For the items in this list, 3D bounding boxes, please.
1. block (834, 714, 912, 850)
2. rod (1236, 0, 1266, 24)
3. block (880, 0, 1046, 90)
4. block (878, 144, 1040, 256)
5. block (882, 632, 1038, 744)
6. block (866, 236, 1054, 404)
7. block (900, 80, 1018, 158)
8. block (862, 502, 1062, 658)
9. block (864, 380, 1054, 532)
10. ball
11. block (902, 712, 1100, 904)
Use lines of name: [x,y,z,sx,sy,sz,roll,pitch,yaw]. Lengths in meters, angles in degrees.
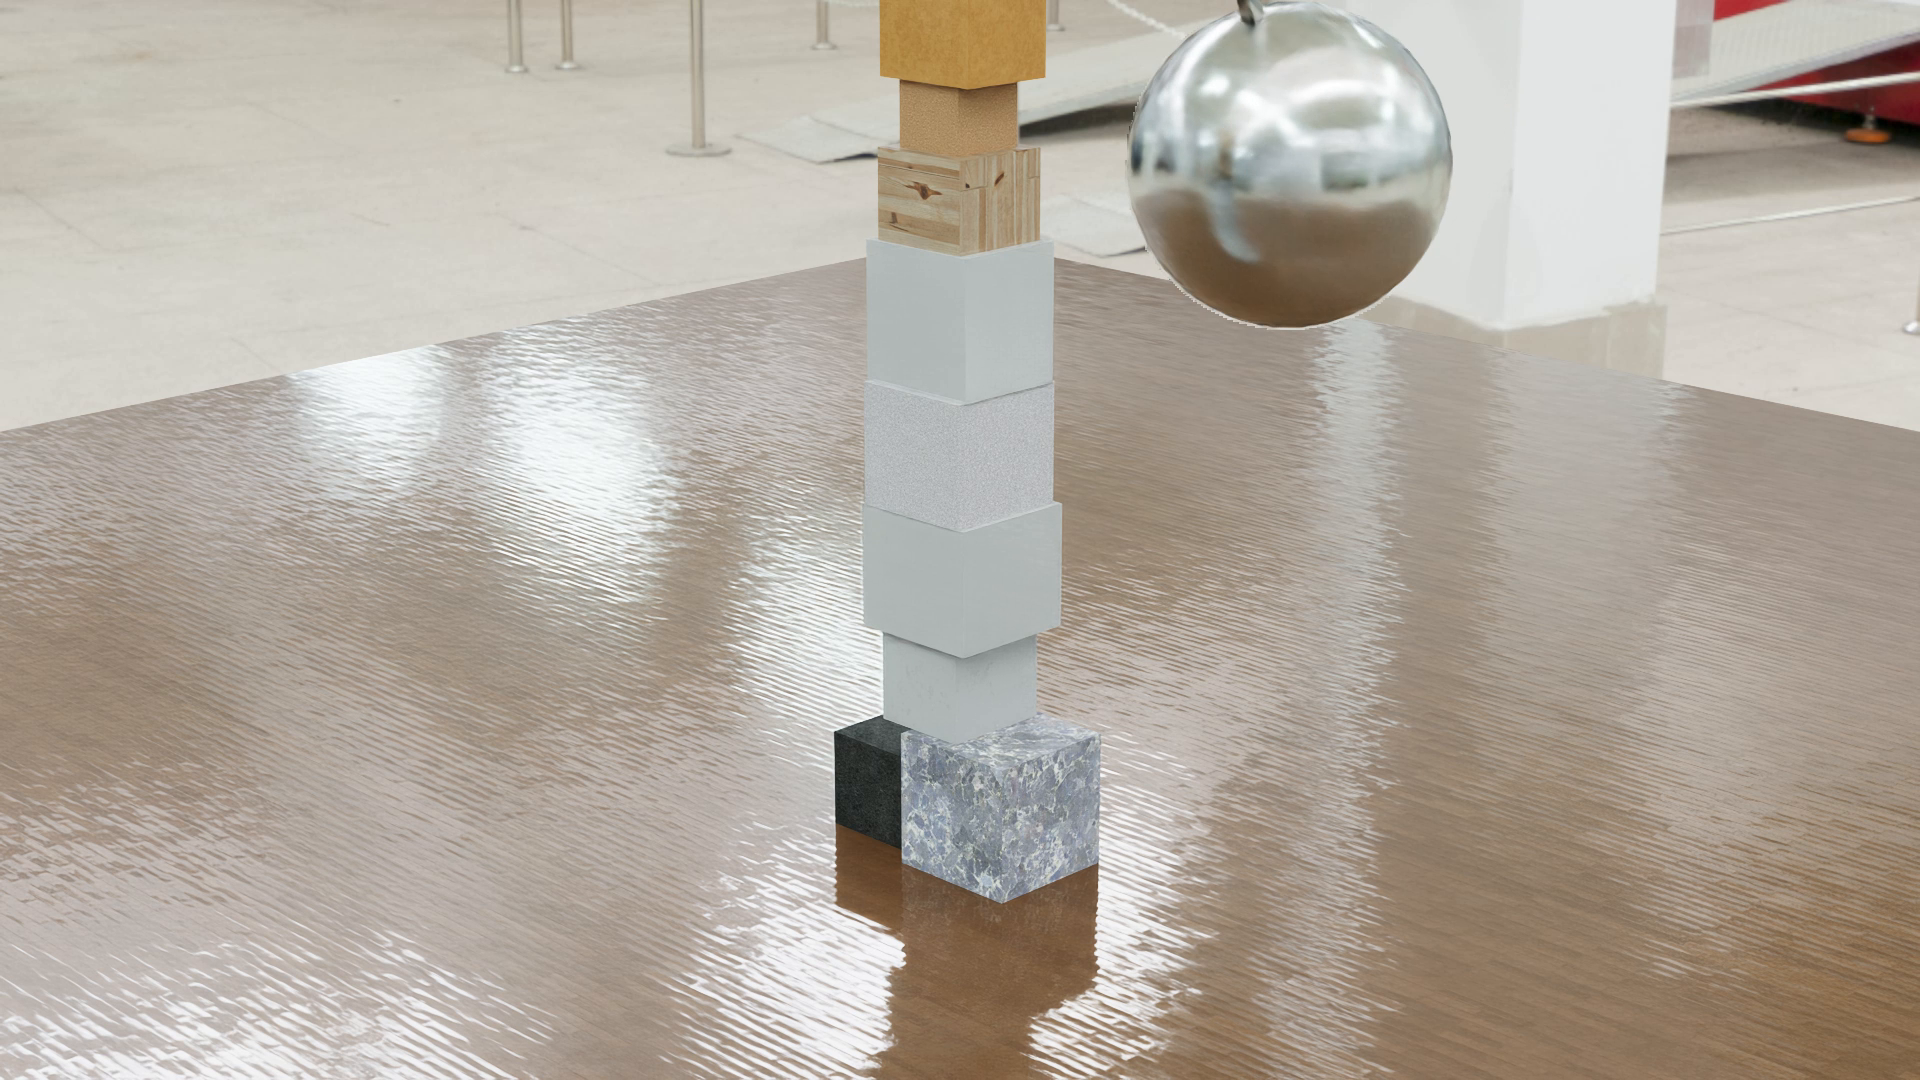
block: [-0.226,1.136,13.949,0.498,0.469,0.554,-17,24,-42]
rod: [0.703,-4.569,12.643,0.080,5.200,0.080,17,46,42]
block: [0.011,-2.255,12.645,0.476,0.514,0.539,-17,24,-42]
block: [-0.004,-1.519,12.860,0.501,0.413,0.506,-17,24,-42]
block: [0.000,0.608,13.533,0.529,0.446,0.476,-17,24,-42]
block: [0.000,-1.017,13.022,0.553,0.641,0.619,-17,24,-42]
block: [-0.007,-1.859,12.750,0.364,0.304,0.361,-17,24,-42]
block: [0.010,0.112,13.387,0.635,0.586,0.648,-17,24,-42]
block: [-0.004,-0.437,13.200,0.609,0.573,0.596,-17,24,-42]
ball: [1.623,-1.848,14.462,1.600,1.600,1.600,0,17,0]
block: [0.187,1.189,13.494,0.646,0.640,0.646,-17,24,-42]
